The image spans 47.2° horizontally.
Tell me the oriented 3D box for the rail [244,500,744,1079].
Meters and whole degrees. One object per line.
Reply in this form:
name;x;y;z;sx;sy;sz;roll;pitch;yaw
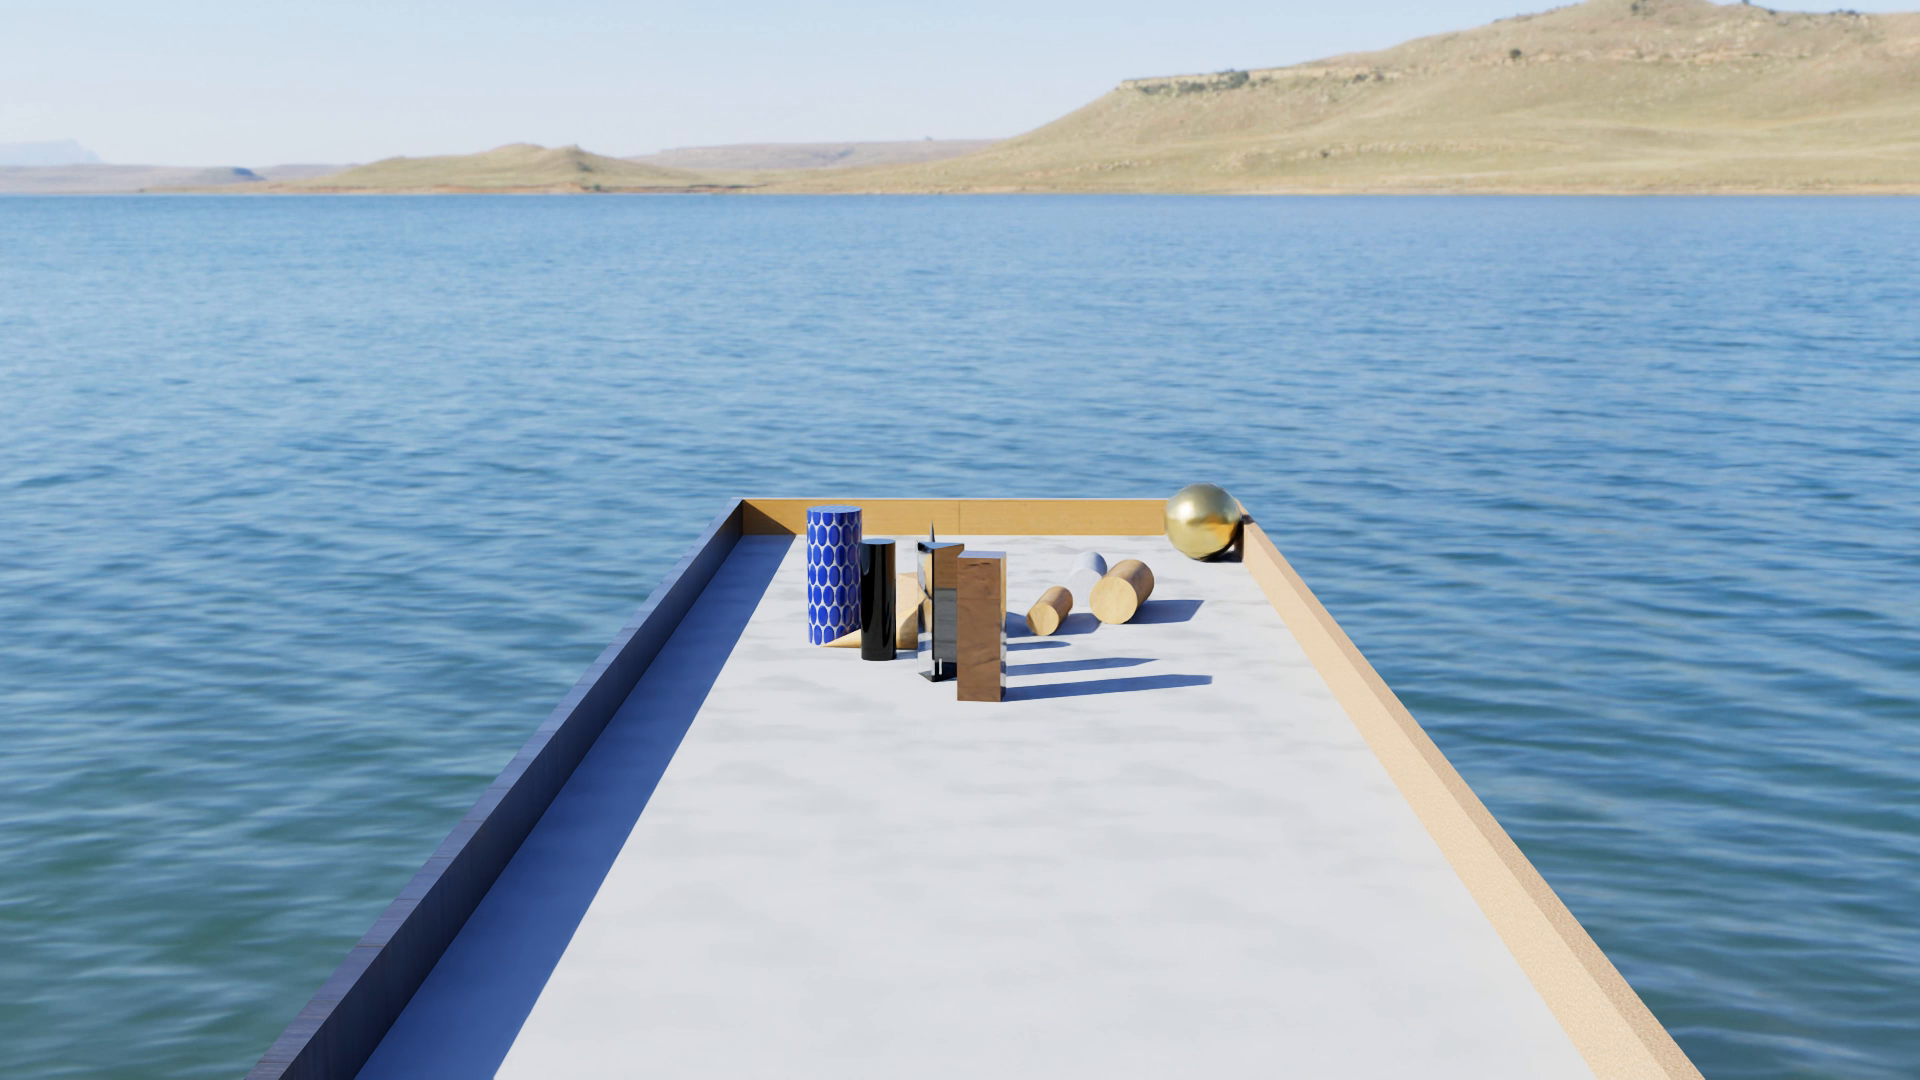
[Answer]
rail;-1.004;0.839;3.234;0.050;0.150;12.000;0;9;1

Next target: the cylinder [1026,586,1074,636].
cylinder;0.297;0.230;7.223;0.104;0.104;0.337;2;9;11

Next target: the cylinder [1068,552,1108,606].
cylinder;0.450;0.134;7.742;0.131;0.131;0.385;1;9;5

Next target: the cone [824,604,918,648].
cone;-0.277;0.302;6.876;0.341;0.146;0.146;-11;8;6

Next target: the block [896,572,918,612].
block;-0.037;0.211;7.168;0.160;0.160;0.401;-5;10;-31

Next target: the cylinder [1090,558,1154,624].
cylinder;0.548;0.171;7.419;0.160;0.160;0.369;2;9;14

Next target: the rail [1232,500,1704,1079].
rail;1.046;0.843;3.208;0.050;0.150;12.000;0;9;1

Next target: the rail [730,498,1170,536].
rail;0.099;-0.098;9.147;2.100;0.150;0.050;0;9;1

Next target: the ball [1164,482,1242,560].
ball;0.940;-0.074;8.519;0.301;0.301;0.301;0;9;0

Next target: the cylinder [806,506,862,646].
cylinder;-0.395;0.111;6.956;0.174;0.423;0.174;0;9;0

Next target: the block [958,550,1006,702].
block;0.062;0.242;6.182;0.122;0.408;0.122;1;9;9

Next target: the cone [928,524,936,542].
cone;-0.088;0.125;6.951;0.110;0.397;0.110;0;9;0

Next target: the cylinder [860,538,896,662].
cylinder;-0.249;0.182;6.708;0.109;0.361;0.109;0;9;0

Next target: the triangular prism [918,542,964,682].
triangular prism;-0.078;0.206;6.453;0.120;0.394;0.138;8;12;41
